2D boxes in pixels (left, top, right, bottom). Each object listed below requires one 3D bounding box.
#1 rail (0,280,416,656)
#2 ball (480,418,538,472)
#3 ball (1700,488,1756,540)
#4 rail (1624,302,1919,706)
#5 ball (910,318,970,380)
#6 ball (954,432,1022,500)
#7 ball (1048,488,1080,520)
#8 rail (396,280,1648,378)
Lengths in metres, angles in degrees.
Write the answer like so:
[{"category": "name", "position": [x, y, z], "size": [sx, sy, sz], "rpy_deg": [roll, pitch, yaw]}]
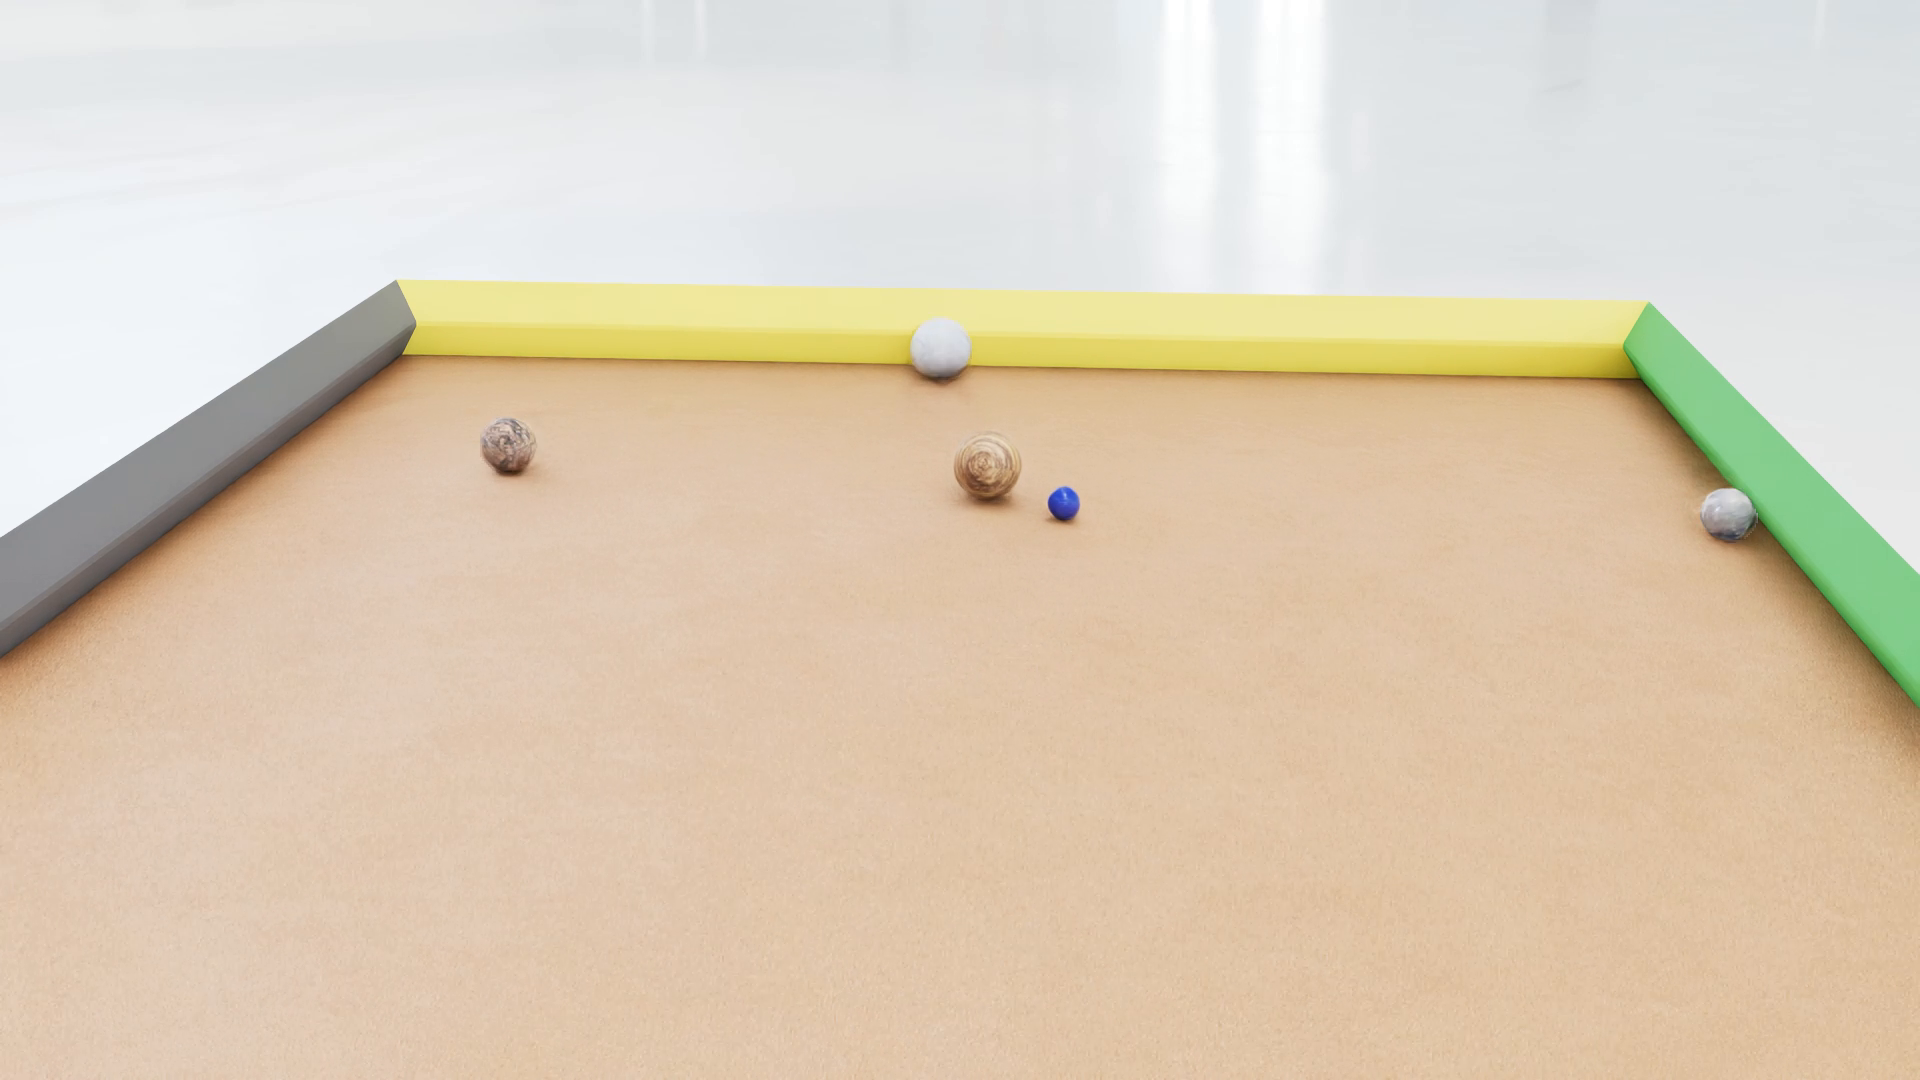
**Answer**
[{"category": "rail", "position": [-1.082, 0.275, 1.785], "size": [0.045, 0.126, 4.048], "rpy_deg": [1, 19, 4]}, {"category": "ball", "position": [-0.628, -0.133, 3.064], "size": [0.077, 0.077, 0.077], "rpy_deg": [0, 19, 0]}, {"category": "ball", "position": [0.973, -0.033, 2.785], "size": [0.067, 0.067, 0.067], "rpy_deg": [0, 19, 0]}, {"category": "rail", "position": [0.921, 0.327, 1.634], "size": [0.045, 0.126, 4.048], "rpy_deg": [1, 19, 4]}, {"category": "ball", "position": [-0.033, -0.308, 3.544], "size": [0.097, 0.097, 0.097], "rpy_deg": [0, 19, 0]}, {"category": "ball", "position": [0.037, -0.100, 2.942], "size": [0.092, 0.092, 0.092], "rpy_deg": [0, 19, 0]}, {"category": "ball", "position": [0.136, -0.047, 2.865], "size": [0.043, 0.043, 0.043], "rpy_deg": [0, 19, 0]}, {"category": "rail", "position": [0.079, -0.342, 3.597], "size": [2.056, 0.126, 0.045], "rpy_deg": [1, 19, 4]}]
